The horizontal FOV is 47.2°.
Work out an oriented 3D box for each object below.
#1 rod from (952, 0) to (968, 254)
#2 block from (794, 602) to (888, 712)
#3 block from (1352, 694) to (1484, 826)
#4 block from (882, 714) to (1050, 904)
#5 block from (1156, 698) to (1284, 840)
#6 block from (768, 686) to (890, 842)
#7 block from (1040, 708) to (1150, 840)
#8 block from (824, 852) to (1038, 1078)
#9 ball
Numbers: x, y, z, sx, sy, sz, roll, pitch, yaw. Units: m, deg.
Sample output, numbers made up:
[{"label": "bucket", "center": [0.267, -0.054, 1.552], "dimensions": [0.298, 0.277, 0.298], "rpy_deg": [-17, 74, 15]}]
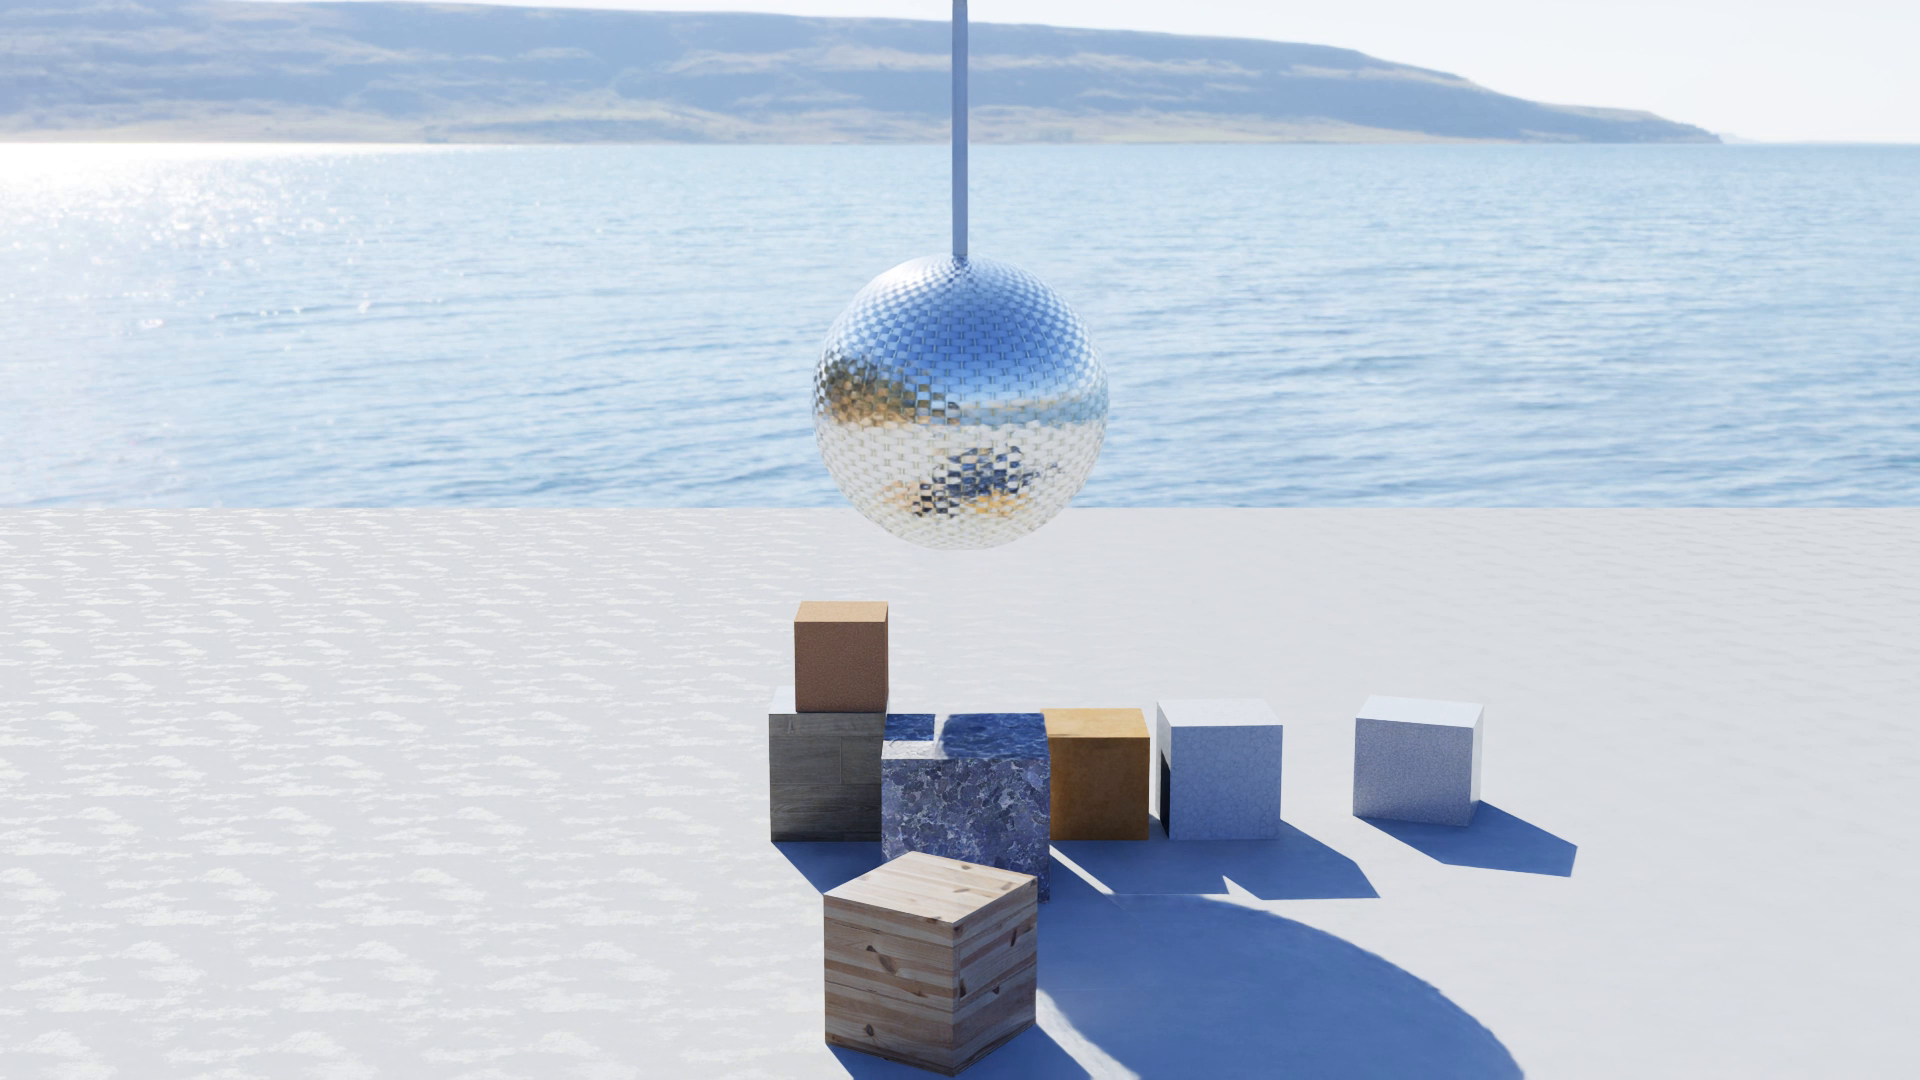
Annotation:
[{"label": "rod", "center": [0.000, -3.989, 10.768], "dimensions": [0.080, 5.200, 0.080], "rpy_deg": [0, 17, 0]}, {"label": "block", "center": [-0.602, 0.592, 11.269], "dimensions": [0.454, 0.464, 0.490], "rpy_deg": [0, 10, 0]}, {"label": "block", "center": [2.437, 1.164, 11.679], "dimensions": [0.604, 0.531, 0.509], "rpy_deg": [4, 11, 19]}, {"label": "block", "center": [0.027, 1.278, 10.583], "dimensions": [0.779, 0.699, 0.813], "rpy_deg": [0, 10, 0]}, {"label": "block", "center": [1.334, 1.182, 11.395], "dimensions": [0.567, 0.598, 0.531], "rpy_deg": [-1, 10, -3]}, {"label": "block", "center": [-0.666, 1.149, 11.373], "dimensions": [0.590, 0.670, 0.570], "rpy_deg": [0, 10, 0]}, {"label": "block", "center": [0.691, 1.208, 11.407], "dimensions": [0.533, 0.542, 0.574], "rpy_deg": [0, 10, 0]}, {"label": "block", "center": [-0.112, 1.661, 8.702], "dimensions": [0.599, 0.618, 0.622], "rpy_deg": [7, 12, 32]}, {"label": "ball", "center": [0.000, -0.739, 11.768], "dimensions": [1.600, 1.600, 1.600], "rpy_deg": [0, 10, 0]}]
